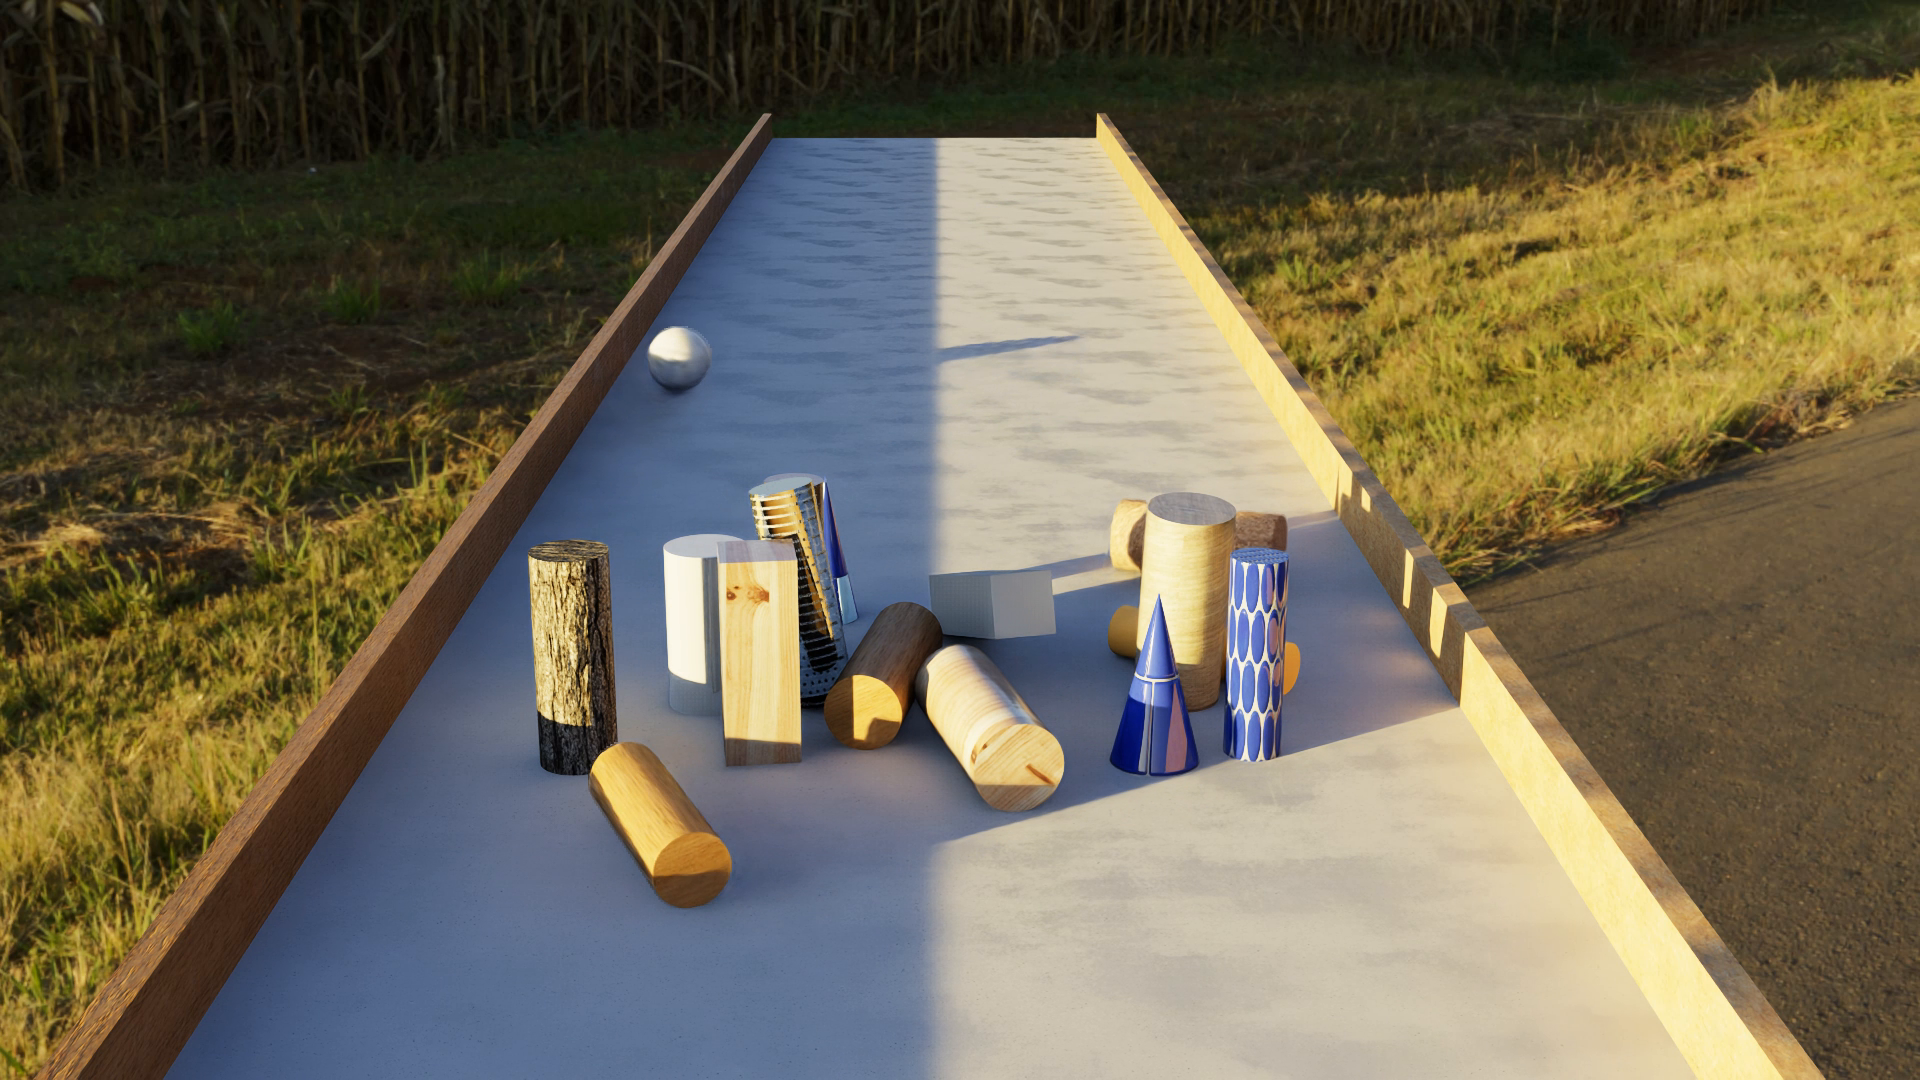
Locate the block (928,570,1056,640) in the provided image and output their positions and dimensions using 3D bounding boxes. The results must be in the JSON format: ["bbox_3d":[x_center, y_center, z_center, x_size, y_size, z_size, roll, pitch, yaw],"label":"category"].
[{"bbox_3d":[0.059,0.125,4.375,0.121,0.121,0.448,-5,0,-16],"label":"block"}]

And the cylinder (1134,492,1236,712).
[{"bbox_3d":[0.420,0.117,4.134,0.165,0.381,0.165,2,23,-1],"label":"cylinder"}]

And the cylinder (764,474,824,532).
[{"bbox_3d":[-0.326,0.062,4.365,0.116,0.373,0.116,0,17,0],"label":"cylinder"}]

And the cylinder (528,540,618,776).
[{"bbox_3d":[-0.676,0.205,3.853,0.138,0.390,0.138,0,17,0],"label":"cylinder"}]

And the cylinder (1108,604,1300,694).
[{"bbox_3d":[0.477,0.214,4.328,0.380,0.102,0.102,12,21,36],"label":"cylinder"}]

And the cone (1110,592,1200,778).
[{"bbox_3d":[0.346,0.240,3.866,0.160,0.315,0.160,0,17,0],"label":"cone"}]

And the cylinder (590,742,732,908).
[{"bbox_3d":[-0.482,0.448,3.503,0.124,0.124,0.395,-7,18,-22],"label":"cylinder"}]

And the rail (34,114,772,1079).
[{"bbox_3d":[-1.118,-0.838,7.780,0.050,0.150,12.000,0,17,-1],"label":"rail"}]

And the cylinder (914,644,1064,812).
[{"bbox_3d":[0.046,0.324,3.863,0.157,0.157,0.417,-4,17,-14],"label":"cylinder"}]

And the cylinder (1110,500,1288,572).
[{"bbox_3d":[0.535,0.006,4.929,0.365,0.159,0.159,7,18,21],"label":"cylinder"}]

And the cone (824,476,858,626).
[{"bbox_3d":[-0.281,0.014,4.633,0.132,0.311,0.132,0,17,0],"label":"cone"}]

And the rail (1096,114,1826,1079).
[{"bbox_3d":[0.932,-0.844,7.801,0.050,0.150,12.000,0,17,-1],"label":"rail"}]

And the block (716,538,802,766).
[{"bbox_3d":[-0.356,0.199,3.900,0.133,0.375,0.133,-2,17,-8],"label":"block"}]

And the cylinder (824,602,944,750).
[{"bbox_3d":[-0.139,0.250,4.137,0.143,0.143,0.426,3,17,9],"label":"cylinder"}]

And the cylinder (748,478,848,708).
[{"bbox_3d":[-0.296,0.099,4.133,0.120,0.418,0.120,-10,13,2],"label":"cylinder"}]

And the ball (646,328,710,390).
[{"bbox_3d":[-0.864,-0.555,6.756,0.193,0.193,0.193,0,17,0],"label":"ball"}]

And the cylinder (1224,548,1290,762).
[{"bbox_3d":[0.525,0.203,3.901,0.103,0.366,0.103,0,17,0],"label":"cylinder"}]

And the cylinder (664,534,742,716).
[{"bbox_3d":[-0.475,0.159,4.148,0.155,0.310,0.155,0,17,0],"label":"cylinder"}]
